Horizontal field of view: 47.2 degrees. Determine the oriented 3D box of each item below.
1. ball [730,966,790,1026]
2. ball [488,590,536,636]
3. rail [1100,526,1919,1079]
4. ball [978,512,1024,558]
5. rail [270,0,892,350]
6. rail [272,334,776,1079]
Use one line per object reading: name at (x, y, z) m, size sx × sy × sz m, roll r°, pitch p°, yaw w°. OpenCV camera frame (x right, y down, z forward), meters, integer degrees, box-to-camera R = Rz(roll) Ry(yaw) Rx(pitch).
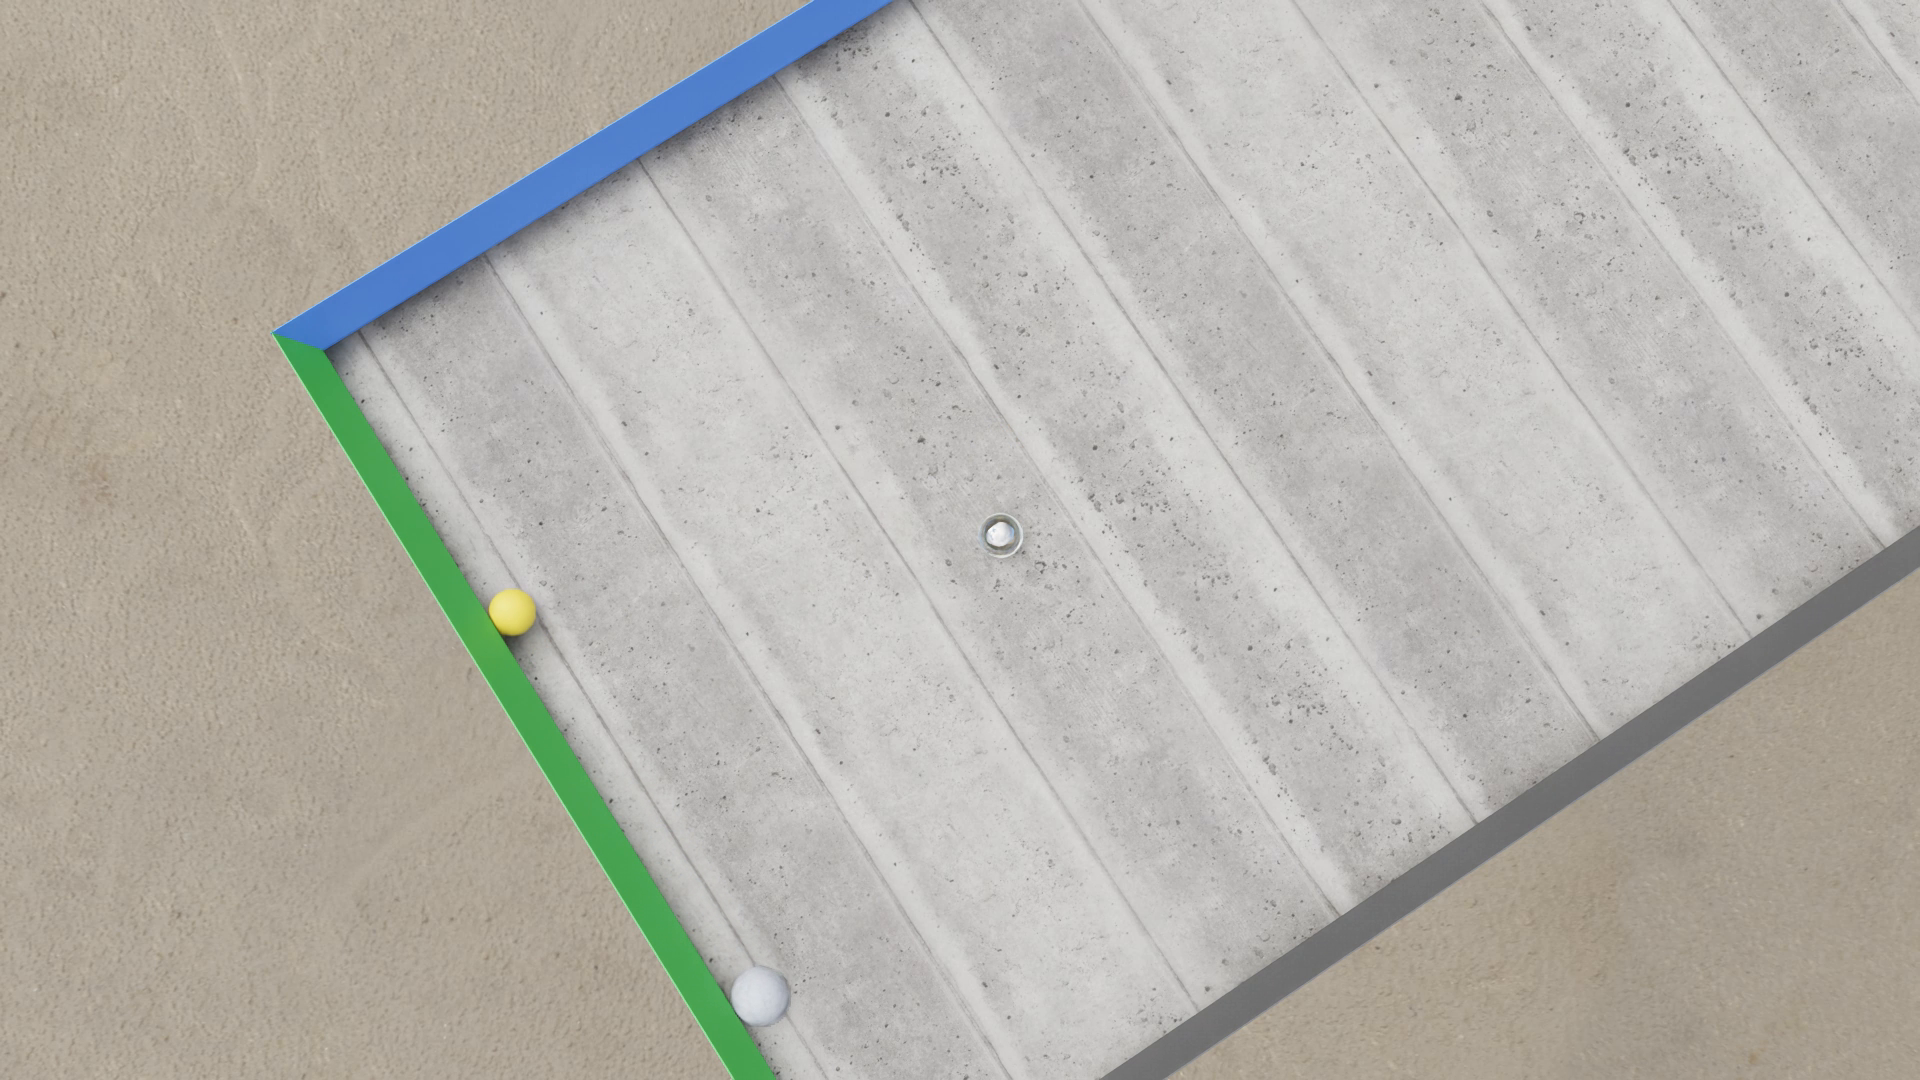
ball at (-0.287, 0.655, 3.161) m, size 0.085 × 0.085 × 0.085 m, roll 0°, pitch 80°, yaw 0°
ball at (-0.664, 0.108, 3.262) m, size 0.070 × 0.070 × 0.070 m, roll 0°, pitch 80°, yaw 0°
rail at (1.009, 0.272, 3.213) m, size 2.769 × 0.110 × 0.045 m, roll -33°, pitch 82°, yaw -5°
ball at (0.061, -0.007, 3.284) m, size 0.067 × 0.067 × 0.067 m, roll 0°, pitch 80°, yaw 0°
rail at (0.150, -1.025, 3.435) m, size 2.769 × 0.110 × 0.045 m, roll -33°, pitch 82°, yaw -5°
rail at (-0.560, 0.357, 3.198) m, size 0.045 × 0.110 × 1.619 m, roll -33°, pitch 82°, yaw -5°
